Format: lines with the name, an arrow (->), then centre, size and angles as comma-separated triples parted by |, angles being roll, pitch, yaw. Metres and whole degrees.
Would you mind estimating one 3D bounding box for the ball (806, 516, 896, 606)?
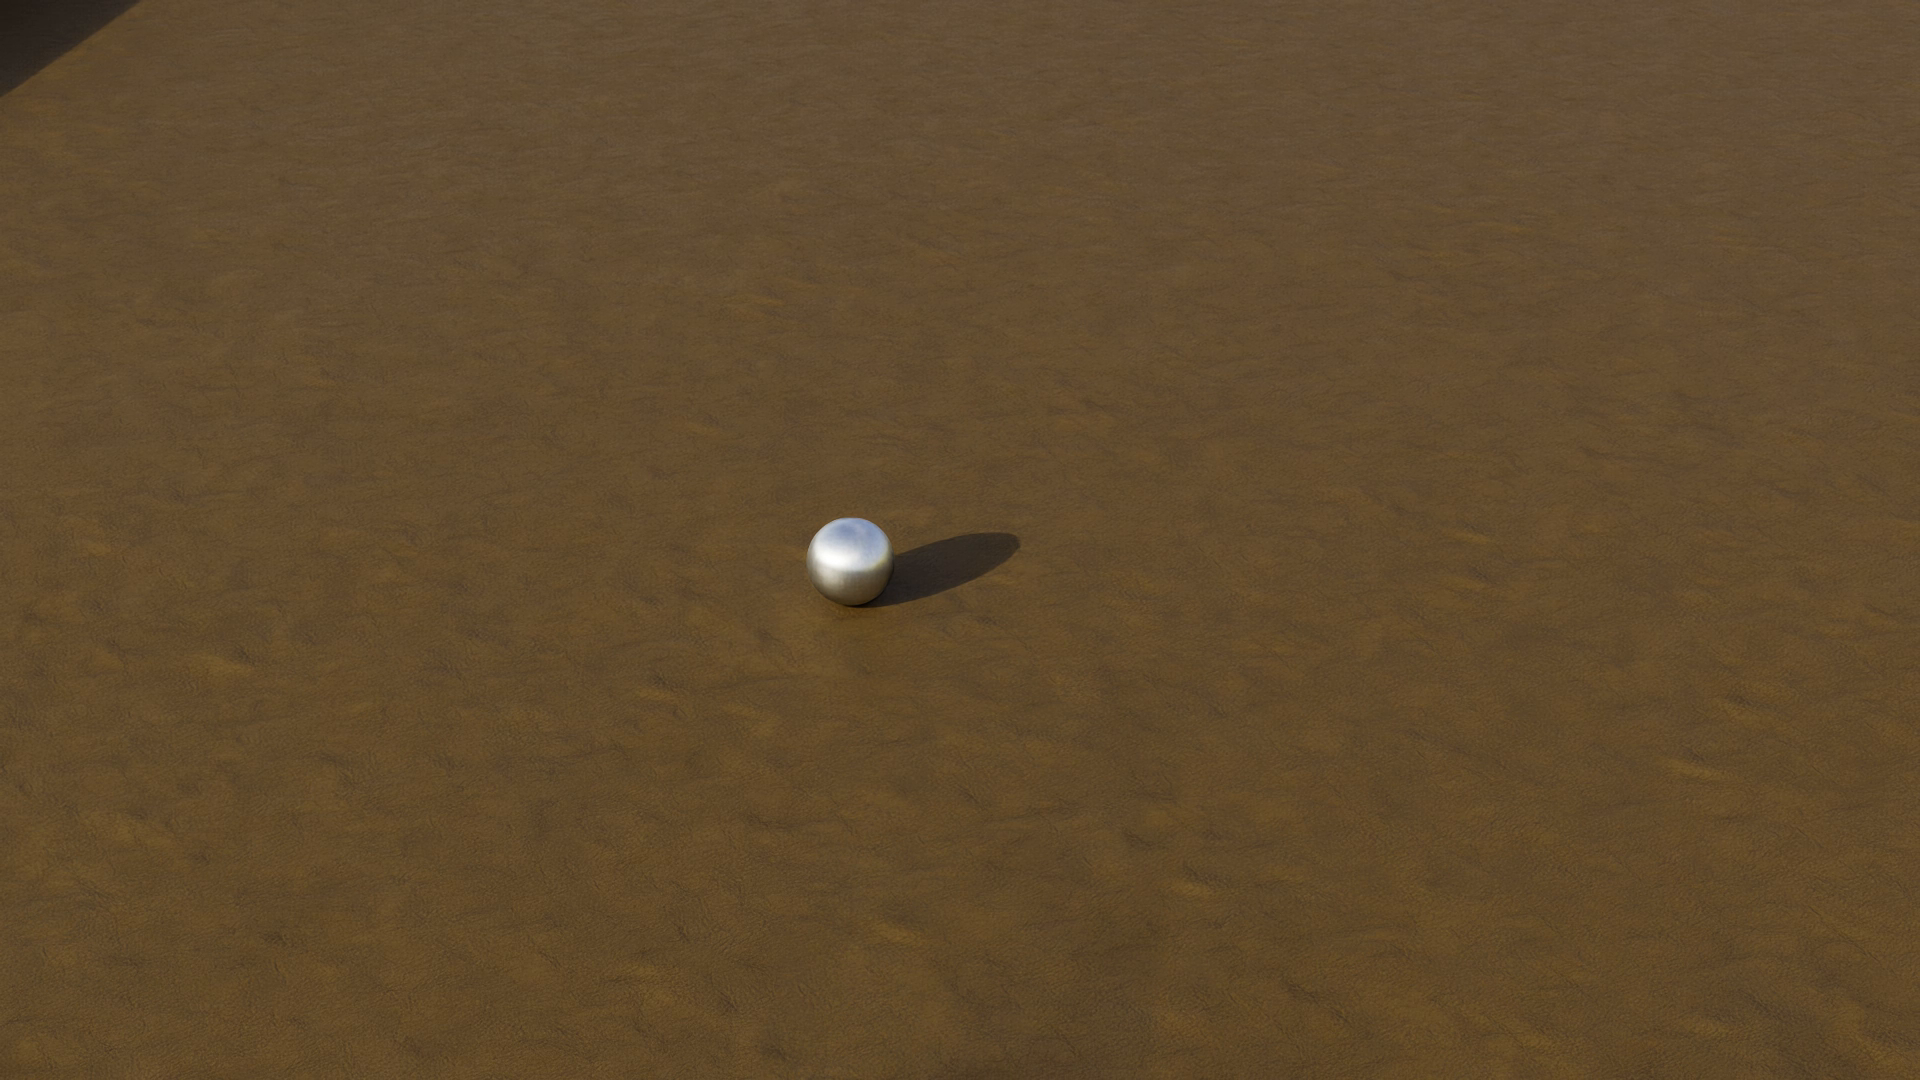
ball -> -0.061, 0.012, 1.643 | 0.050, 0.050, 0.050 | 0, 30, 0
